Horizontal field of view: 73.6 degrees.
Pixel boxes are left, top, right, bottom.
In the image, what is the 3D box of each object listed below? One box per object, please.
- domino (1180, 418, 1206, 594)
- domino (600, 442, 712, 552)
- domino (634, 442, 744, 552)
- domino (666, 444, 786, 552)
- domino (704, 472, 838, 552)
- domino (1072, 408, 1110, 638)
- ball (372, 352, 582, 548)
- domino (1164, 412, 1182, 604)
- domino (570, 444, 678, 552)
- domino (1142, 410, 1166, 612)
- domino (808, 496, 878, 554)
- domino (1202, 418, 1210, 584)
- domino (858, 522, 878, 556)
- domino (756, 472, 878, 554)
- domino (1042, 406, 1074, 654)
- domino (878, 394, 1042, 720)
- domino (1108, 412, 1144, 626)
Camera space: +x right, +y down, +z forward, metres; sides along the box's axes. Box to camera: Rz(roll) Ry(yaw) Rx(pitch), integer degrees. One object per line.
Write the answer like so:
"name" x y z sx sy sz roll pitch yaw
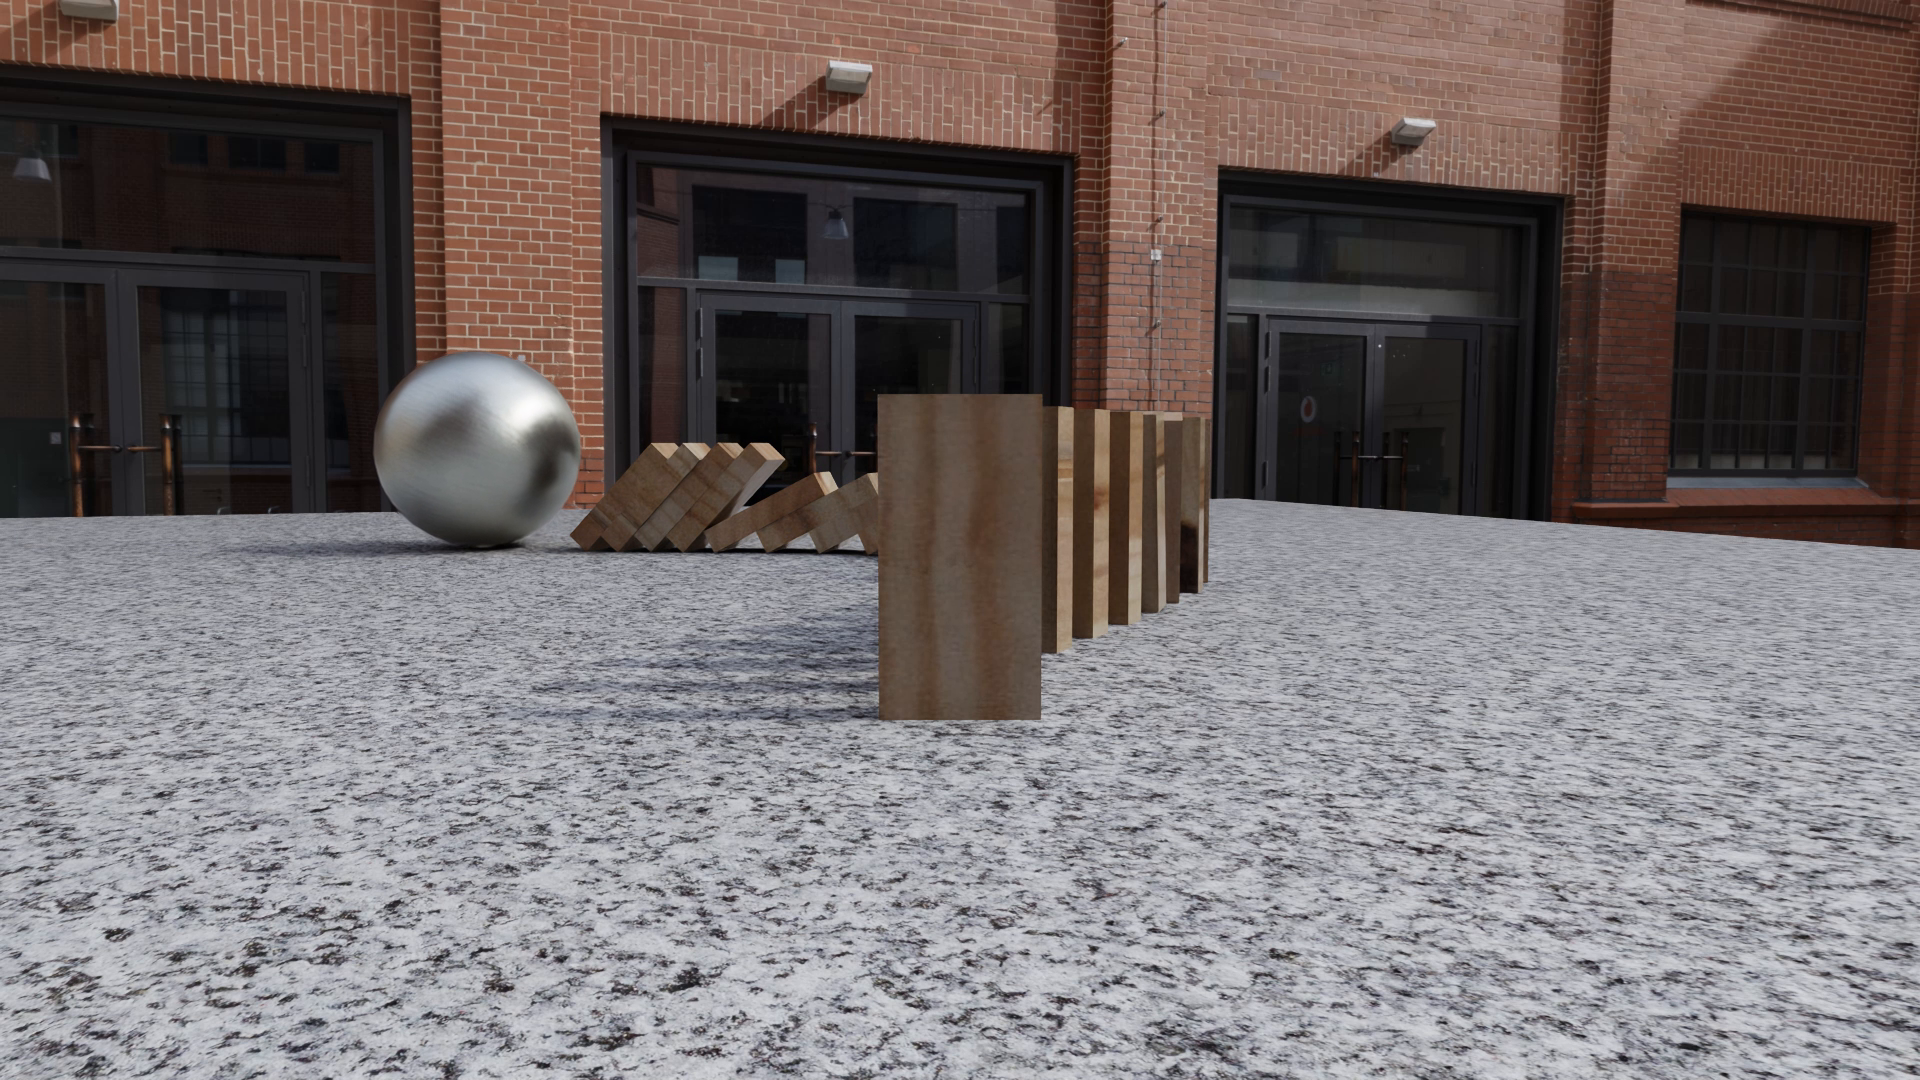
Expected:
"domino" 0.058 -0.010 0.372 0.025 0.050 0.010 1 5 18
"domino" -0.119 -0.017 0.512 0.009 0.050 0.025 44 9 3
"domino" -0.106 -0.017 0.512 0.009 0.050 0.025 44 8 3
"domino" -0.093 -0.017 0.510 0.010 0.050 0.025 44 9 3
"domino" -0.074 -0.011 0.509 0.050 0.010 0.025 -27 0 9
"domino" 0.020 -0.004 0.289 0.025 0.050 0.009 2 5 27
"ball" -0.197 -0.037 0.527 0.080 0.080 0.080 0 4 0
"domino" 0.046 -0.008 0.341 0.025 0.050 0.010 1 19 8
"domino" -0.132 -0.017 0.514 0.010 0.050 0.025 44 9 3
"domino" 0.039 -0.007 0.327 0.025 0.050 0.010 2 11 20
"domino" -0.032 -0.011 0.502 0.050 0.010 0.025 -27 -2 12
"domino" 0.063 -0.012 0.394 0.025 0.050 0.010 0 4 -4
"domino" -0.012 -0.010 0.490 0.050 0.010 0.025 -28 -8 22
"domino" -0.053 -0.011 0.507 0.050 0.010 0.025 -27 0 10
"domino" 0.010 -0.003 0.268 0.025 0.050 0.010 2 5 24
"domino" 0.000 0.002 0.201 0.025 0.050 0.010 0 4 0
"domino" 0.030 -0.006 0.309 0.025 0.050 0.010 2 5 26
